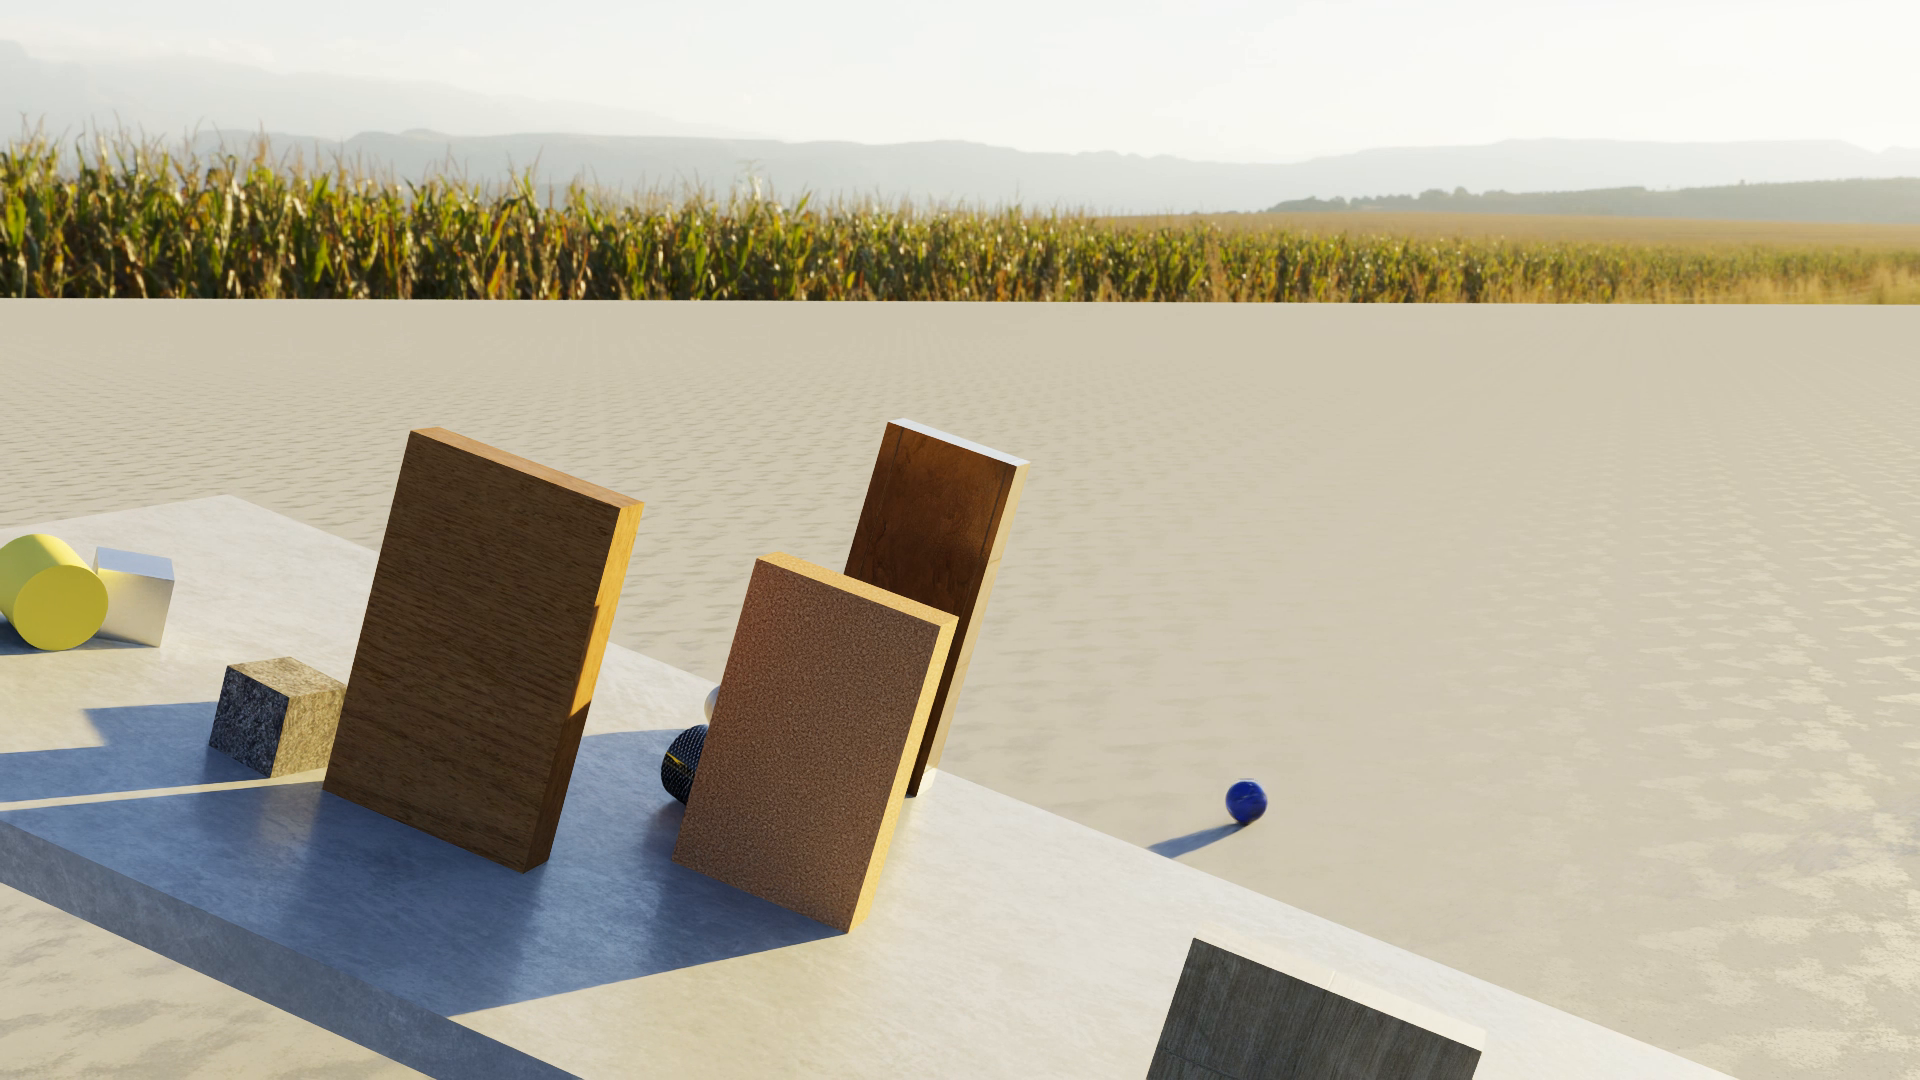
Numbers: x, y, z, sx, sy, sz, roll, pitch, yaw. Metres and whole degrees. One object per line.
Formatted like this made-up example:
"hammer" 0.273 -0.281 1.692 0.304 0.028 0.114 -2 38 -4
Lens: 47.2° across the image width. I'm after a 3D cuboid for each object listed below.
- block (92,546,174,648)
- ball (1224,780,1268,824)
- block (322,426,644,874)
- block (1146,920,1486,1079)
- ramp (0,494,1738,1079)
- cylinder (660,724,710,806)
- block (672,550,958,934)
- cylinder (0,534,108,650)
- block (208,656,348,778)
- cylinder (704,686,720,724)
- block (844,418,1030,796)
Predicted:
"block" -1.691 0.115 4.471 0.146 0.146 0.146 11 13 -26
"ball" 0.970 0.884 7.435 0.147 0.147 0.147 0 7 0
"block" -0.856 0.194 3.925 0.423 0.689 0.096 20 12 14
"block" 0.499 0.866 3.301 0.442 0.445 0.090 20 12 14
"ramp" -0.365 0.698 4.231 4.000 0.100 2.000 20 12 14
"cylinder" -0.487 0.479 4.425 0.164 0.164 0.164 -7 25 -44
"block" -0.274 0.374 4.099 0.372 0.611 0.109 20 12 14
"cylinder" -1.791 0.101 4.313 0.178 0.178 0.178 -6 23 -39
"block" -1.257 0.326 4.066 0.159 0.159 0.159 22 13 24
"cylinder" -0.506 0.393 4.918 0.117 0.117 0.117 -2 16 -15
"block" -0.112 0.151 4.939 0.310 0.785 0.113 20 12 14
